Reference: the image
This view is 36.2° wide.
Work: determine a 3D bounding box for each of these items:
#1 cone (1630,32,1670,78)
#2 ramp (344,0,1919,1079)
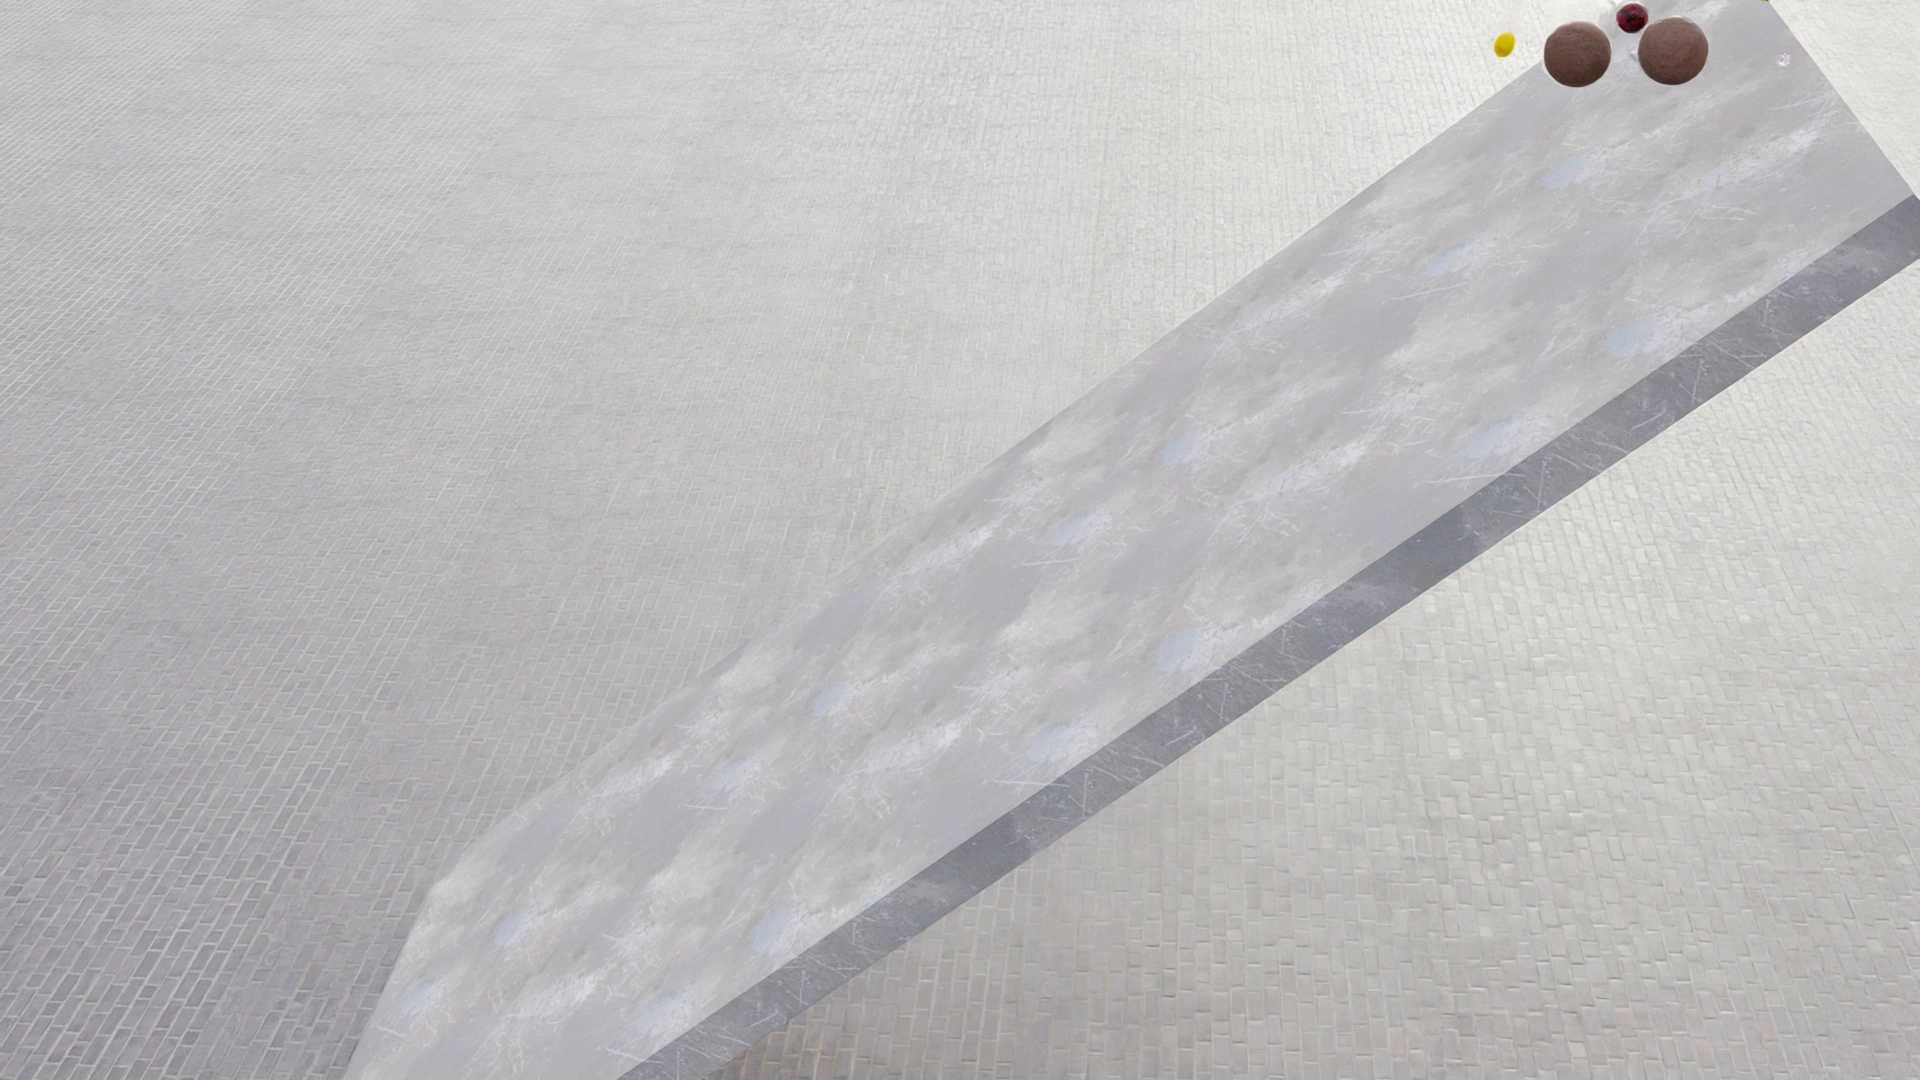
[{"bbox_3d":[1.335,-0.940,5.622,0.078,0.078,0.078,36,7,-5],"label":"cone"},{"bbox_3d":[0.121,0.185,6.341,4.000,0.100,2.000,-36,16,18],"label":"ramp"}]
